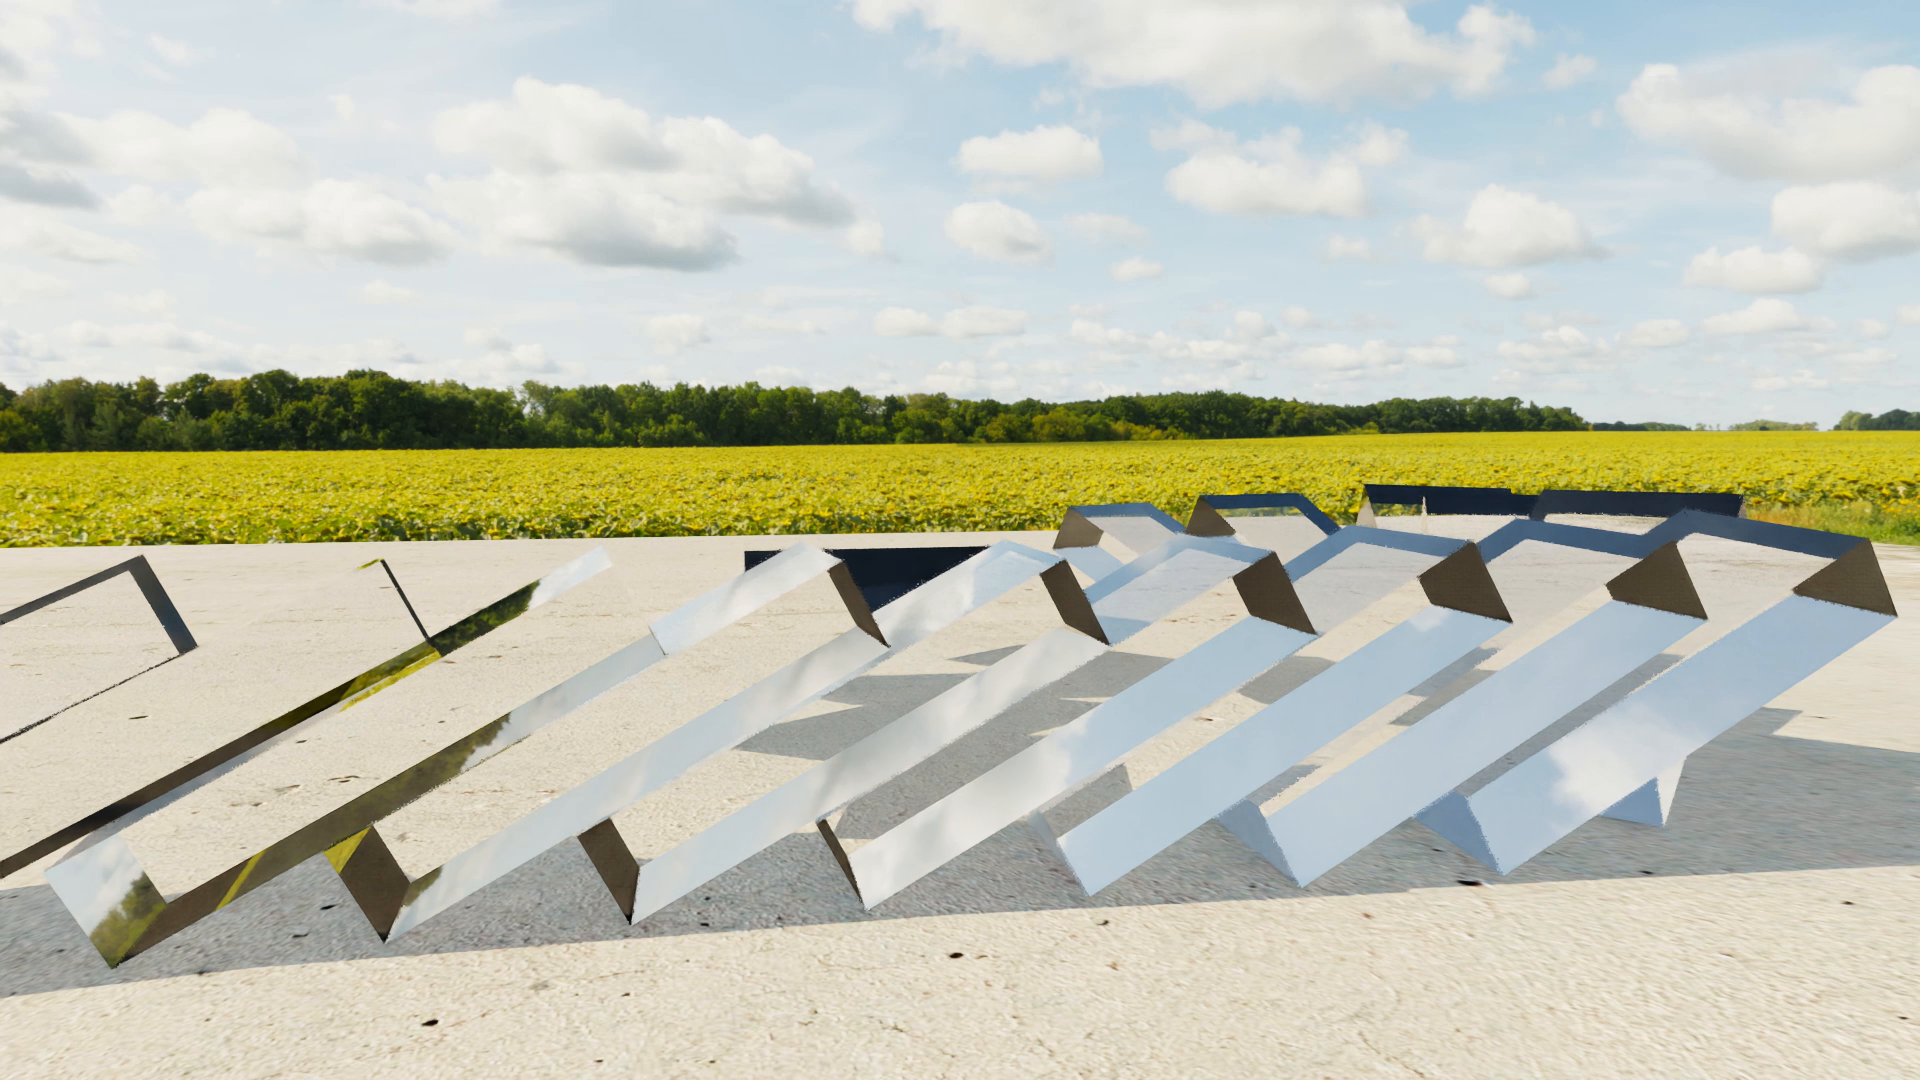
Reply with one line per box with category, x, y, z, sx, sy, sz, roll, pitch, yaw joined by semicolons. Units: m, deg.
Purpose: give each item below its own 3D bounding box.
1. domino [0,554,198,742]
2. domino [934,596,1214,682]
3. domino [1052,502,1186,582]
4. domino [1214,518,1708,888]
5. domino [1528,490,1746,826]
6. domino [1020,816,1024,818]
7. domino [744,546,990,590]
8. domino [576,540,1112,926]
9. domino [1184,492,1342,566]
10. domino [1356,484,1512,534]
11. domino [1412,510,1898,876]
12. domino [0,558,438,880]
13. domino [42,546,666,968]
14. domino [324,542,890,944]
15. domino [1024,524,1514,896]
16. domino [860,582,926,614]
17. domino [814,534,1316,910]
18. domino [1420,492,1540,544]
domino;-0.095;0.018;0.111;0.050;0.009;0.025;-33;13;-35
domino;0.022;0.019;0.255;0.050;0.009;0.025;4;6;40
domino;0.044;0.009;0.241;0.025;0.009;0.050;-4;32;-44
domino;0.049;0.015;0.137;0.050;0.009;0.025;-31;11;-7
domino;0.081;0.012;0.163;0.025;0.009;0.050;4;40;41
domino;-0.002;0.025;0.171;0.025;0.010;0.050;0;4;4
domino;-0.014;0.013;0.233;0.050;0.009;0.025;-1;-39;-9
domino;-0.012;0.017;0.128;0.050;0.009;0.025;-29;9;-8
domino;0.065;0.009;0.228;0.025;0.009;0.050;-2;35;-29
domino;0.082;0.009;0.209;0.025;0.010;0.050;2;37;4
domino;0.070;0.015;0.140;0.050;0.009;0.025;-30;13;-6
domino;-0.075;0.018;0.117;0.050;0.009;0.025;-30;12;-23
domino;-0.053;0.018;0.121;0.050;0.009;0.025;-30;12;-13
domino;-0.033;0.017;0.125;0.050;0.009;0.025;-30;11;-12
domino;0.029;0.016;0.135;0.050;0.009;0.025;-31;9;-7
domino;-0.017;0.017;0.203;0.050;0.009;0.025;-5;-24;-48
domino;0.008;0.017;0.132;0.050;0.009;0.025;-30;9;-8
domino;0.082;0.011;0.188;0.025;0.009;0.050;2;36;14
